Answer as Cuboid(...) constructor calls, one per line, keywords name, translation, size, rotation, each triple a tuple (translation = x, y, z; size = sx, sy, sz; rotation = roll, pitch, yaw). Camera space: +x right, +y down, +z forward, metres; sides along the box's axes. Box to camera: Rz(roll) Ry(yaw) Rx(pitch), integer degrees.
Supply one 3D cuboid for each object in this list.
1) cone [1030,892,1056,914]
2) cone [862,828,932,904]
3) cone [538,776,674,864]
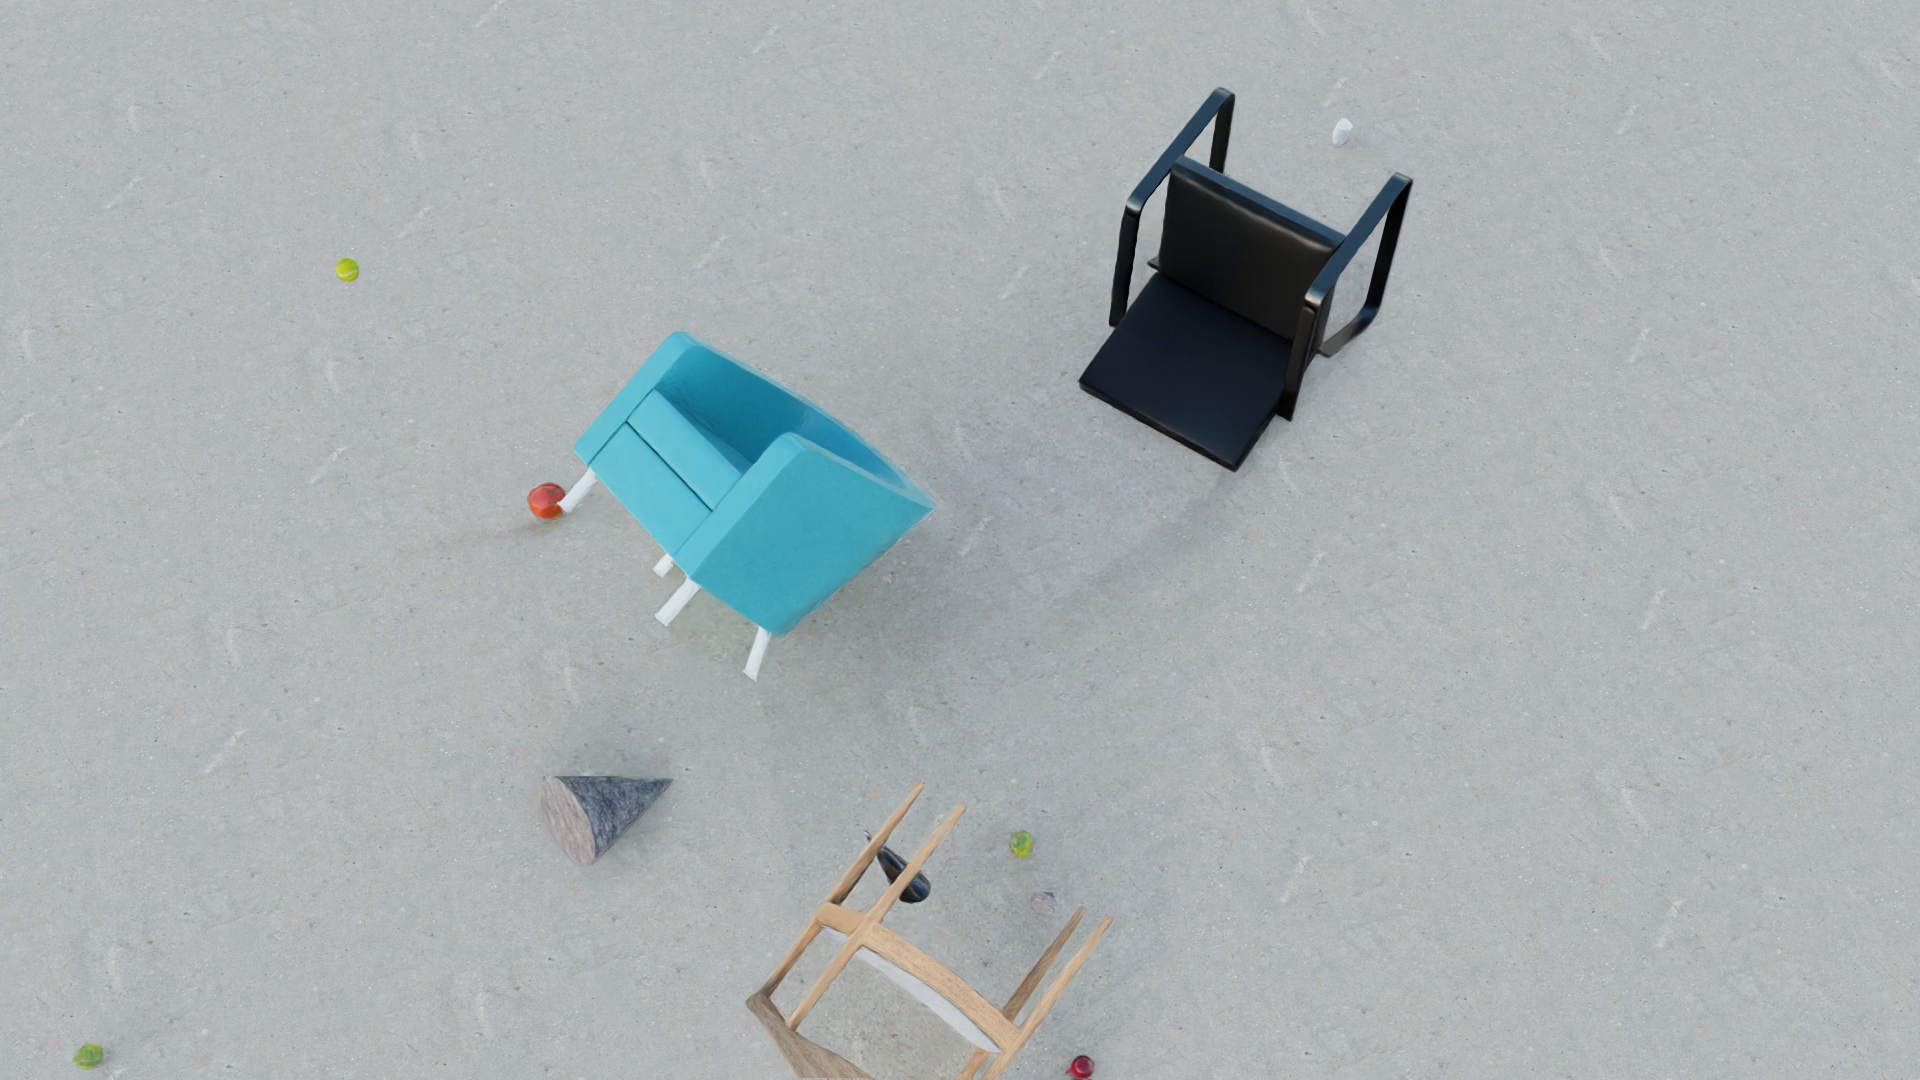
Cuboid(name="cone", translation=(0.237, 0.962, 5.910), size=(0.080, 0.067, 0.063), rotation=(14, 27, 24))
Cuboid(name="cone", translation=(-0.191, 0.837, 5.791), size=(0.095, 0.228, 0.193), rotation=(-43, 21, -14))
Cuboid(name="cone", translation=(-0.929, 0.710, 6.030), size=(0.341, 0.229, 0.300), rotation=(-19, 40, -35))
